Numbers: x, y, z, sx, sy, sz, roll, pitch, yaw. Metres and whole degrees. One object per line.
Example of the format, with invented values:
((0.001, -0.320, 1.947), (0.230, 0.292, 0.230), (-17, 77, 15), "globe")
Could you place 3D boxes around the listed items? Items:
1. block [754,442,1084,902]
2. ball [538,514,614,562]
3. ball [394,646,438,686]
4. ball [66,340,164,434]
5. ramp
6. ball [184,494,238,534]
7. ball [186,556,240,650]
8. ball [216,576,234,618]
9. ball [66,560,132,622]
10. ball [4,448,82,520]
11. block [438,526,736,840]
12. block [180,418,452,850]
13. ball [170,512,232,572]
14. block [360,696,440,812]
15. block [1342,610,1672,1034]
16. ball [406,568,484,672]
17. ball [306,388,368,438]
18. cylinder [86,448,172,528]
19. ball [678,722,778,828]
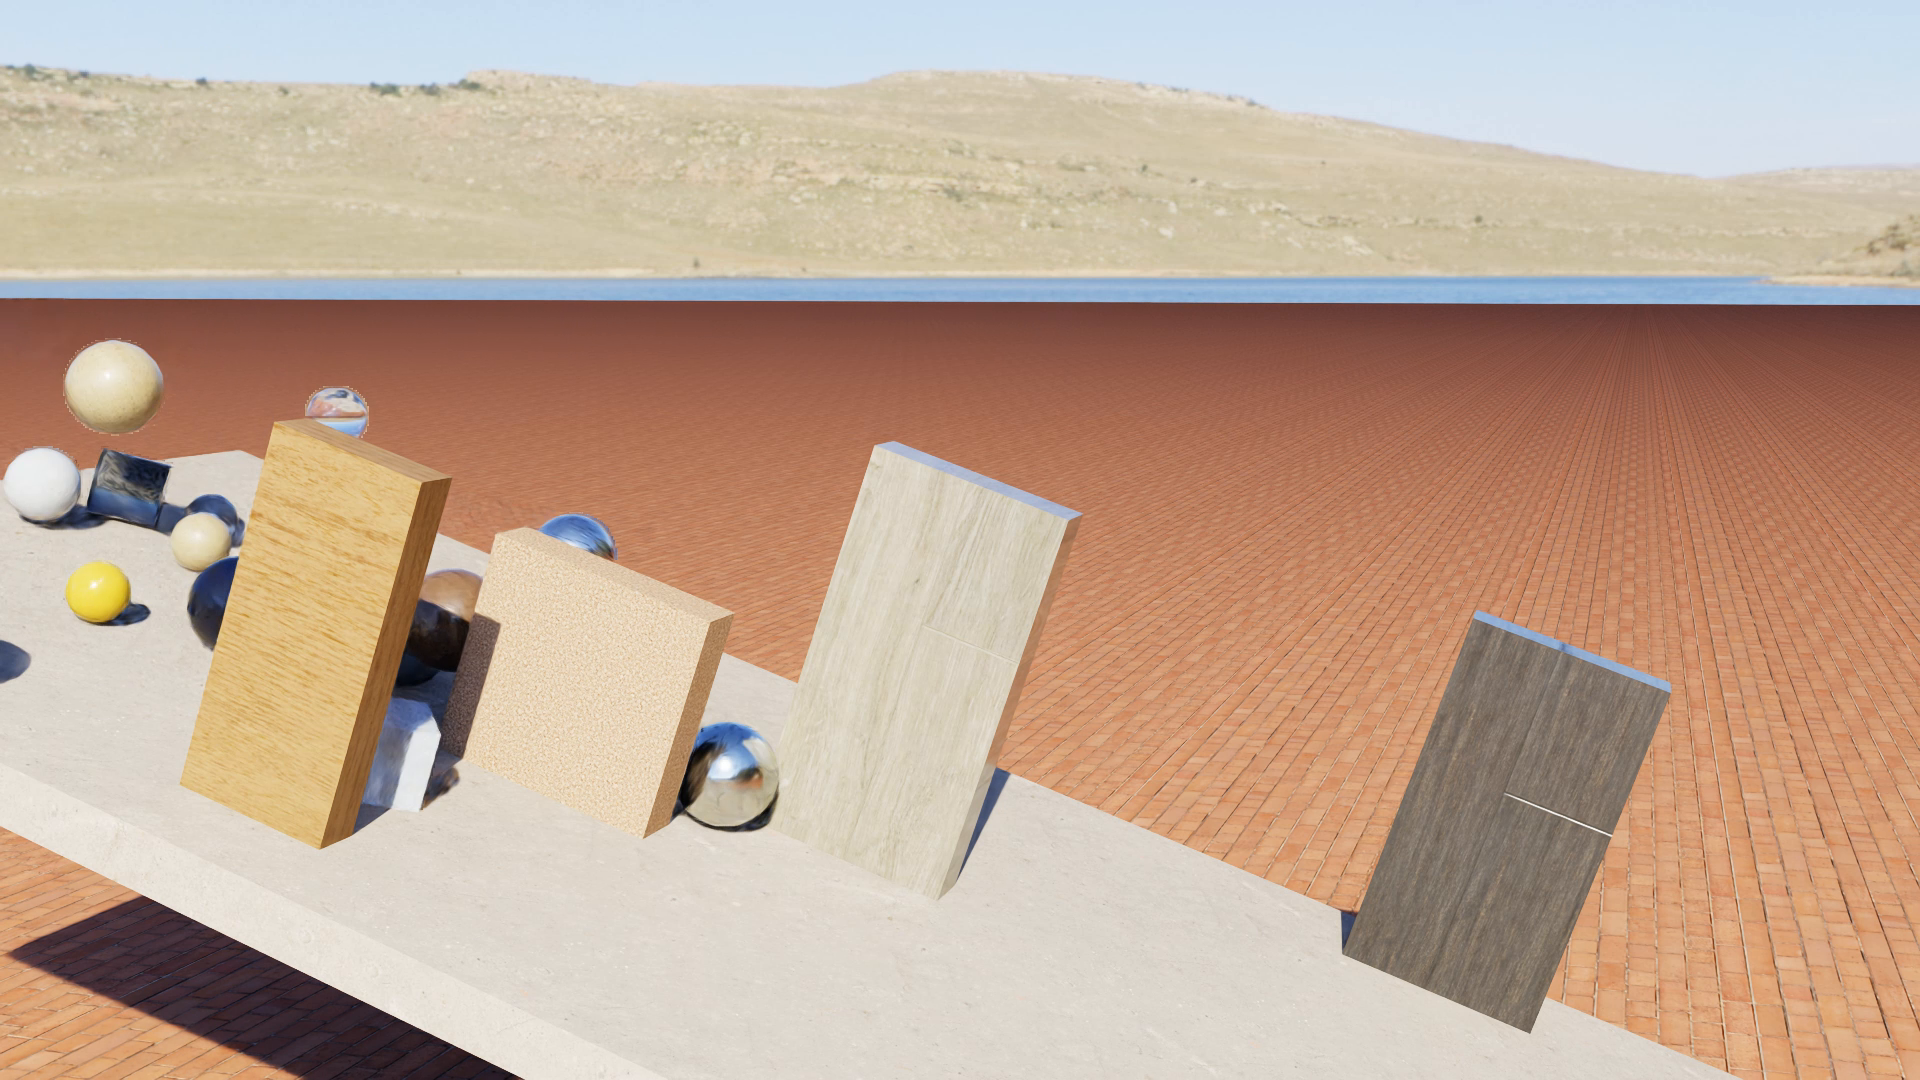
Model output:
((-0.086, 0.250, 4.226), (0.399, 0.784, 0.114), (21, 12, 14), "block")
((-0.935, 0.039, 5.296), (0.204, 0.204, 0.204), (0, 7, 0), "ball")
((-1.100, 0.218, 4.381), (0.150, 0.150, 0.150), (0, 7, 0), "ball")
((-1.688, -0.305, 4.393), (0.185, 0.185, 0.185), (0, 7, 0), "ball")
((-0.345, 0.641, 4.218), (4.000, 0.100, 2.000), (21, 12, 14), "ramp")
((-1.645, -0.046, 4.831), (0.113, 0.113, 0.113), (0, 7, 0), "ball")
((-1.389, 0.128, 4.242), (0.195, 0.195, 0.195), (0, 7, 0), "ball")
((-1.427, 0.124, 4.394), (0.115, 0.115, 0.115), (0, 7, 0), "ball")
((-1.639, 0.099, 4.184), (0.117, 0.117, 0.117), (0, 7, 0), "ball")
((-1.912, -0.115, 4.584), (0.152, 0.152, 0.152), (0, 7, 0), "ball")
((-0.701, 0.262, 4.096), (0.449, 0.434, 0.114), (21, 12, 14), "block")
((-1.050, 0.152, 3.573), (0.277, 0.638, 0.094), (21, 12, 14), "block")
((-1.602, 0.005, 4.642), (0.124, 0.124, 0.124), (0, 7, 0), "ball")
((-1.011, 0.368, 3.848), (0.147, 0.147, 0.147), (13, 13, -26), "block")
((1.132, 0.585, 4.578), (0.412, 0.773, 0.116), (21, 12, 14), "block")
((-0.979, 0.154, 4.241), (0.200, 0.200, 0.200), (0, 7, 0), "ball")
((-1.350, -0.268, 4.765), (0.127, 0.127, 0.127), (0, 7, 0), "ball")
((-1.814, -0.113, 4.804), (0.143, 0.143, 0.143), (15, 3, -16), "cylinder")
((-0.447, 0.448, 4.205), (0.202, 0.202, 0.202), (0, 7, 0), "ball")
